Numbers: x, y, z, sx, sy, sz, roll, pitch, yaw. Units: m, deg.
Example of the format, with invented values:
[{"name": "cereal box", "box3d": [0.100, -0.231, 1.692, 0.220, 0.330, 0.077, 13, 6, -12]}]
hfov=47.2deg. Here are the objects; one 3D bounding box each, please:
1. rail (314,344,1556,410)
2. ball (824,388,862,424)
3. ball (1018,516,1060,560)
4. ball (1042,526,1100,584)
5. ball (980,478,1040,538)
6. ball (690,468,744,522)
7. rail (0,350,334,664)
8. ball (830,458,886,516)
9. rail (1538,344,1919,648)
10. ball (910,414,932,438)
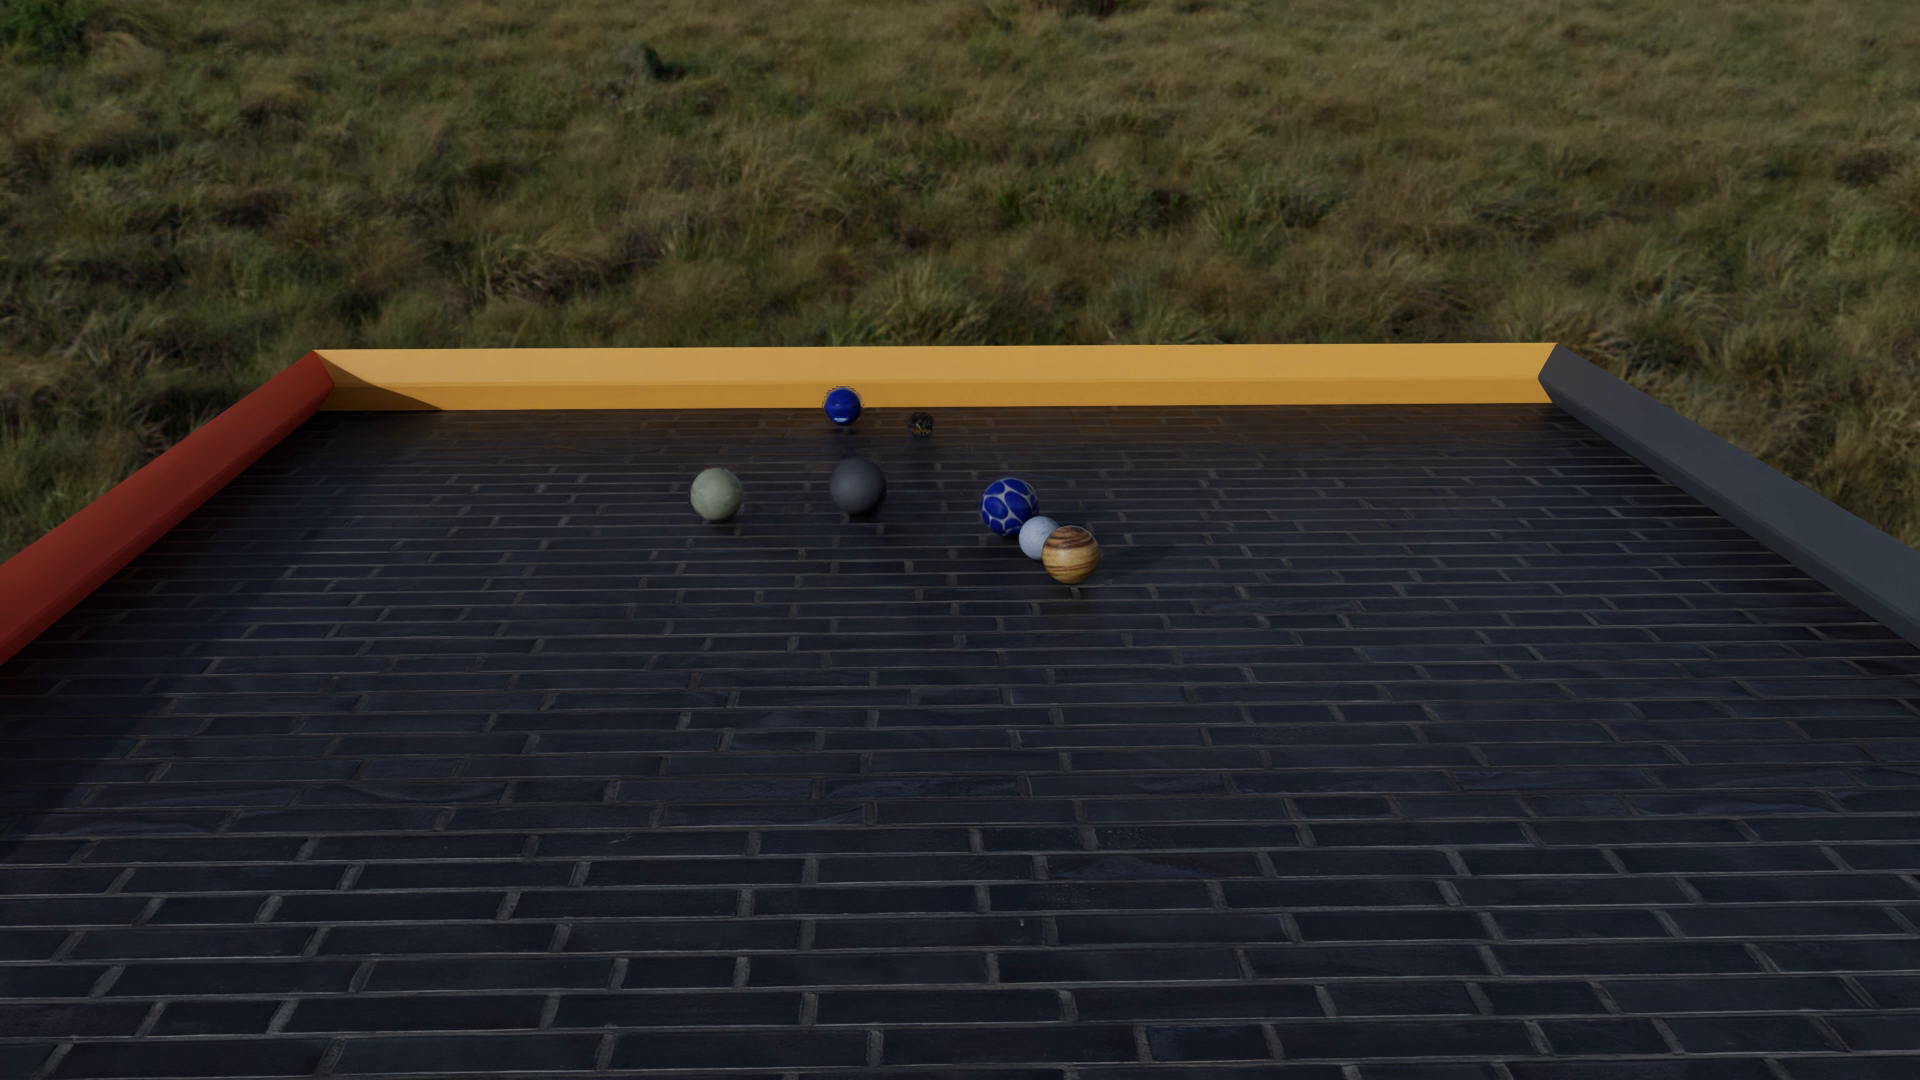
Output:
[{"name": "rail", "box3d": [-0.034, -0.290, 3.956, 2.246, 0.109, 0.045, 0, 15, -2]}, {"name": "ball", "box3d": [-0.204, -0.232, 3.832, 0.064, 0.064, 0.064, 0, 15, 0]}, {"name": "ball", "box3d": [0.110, -0.002, 2.972, 0.061, 0.061, 0.061, 0, 15, 0]}, {"name": "ball", "box3d": [0.144, 0.019, 2.862, 0.076, 0.076, 0.076, 0, 15, 0]}, {"name": "ball", "box3d": [0.070, -0.045, 3.089, 0.084, 0.084, 0.084, 0, 15, 0]}, {"name": "ball", "box3d": [-0.352, -0.065, 3.177, 0.077, 0.077, 0.077, 0, 15, 0]}, {"name": "rail", "box3d": [-1.064, 0.266, 1.868, 0.045, 0.109, 4.300, 0, 15, -2]}, {"name": "ball", "box3d": [-0.148, -0.077, 3.213, 0.083, 0.083, 0.083, 0, 15, 0]}, {"name": "rail", "box3d": [1.134, 0.247, 1.937, 0.045, 0.109, 4.300, 0, 15, -2]}, {"name": "ball", "box3d": [-0.066, -0.193, 3.731, 0.040, 0.040, 0.040, 0, 15, 0]}]
